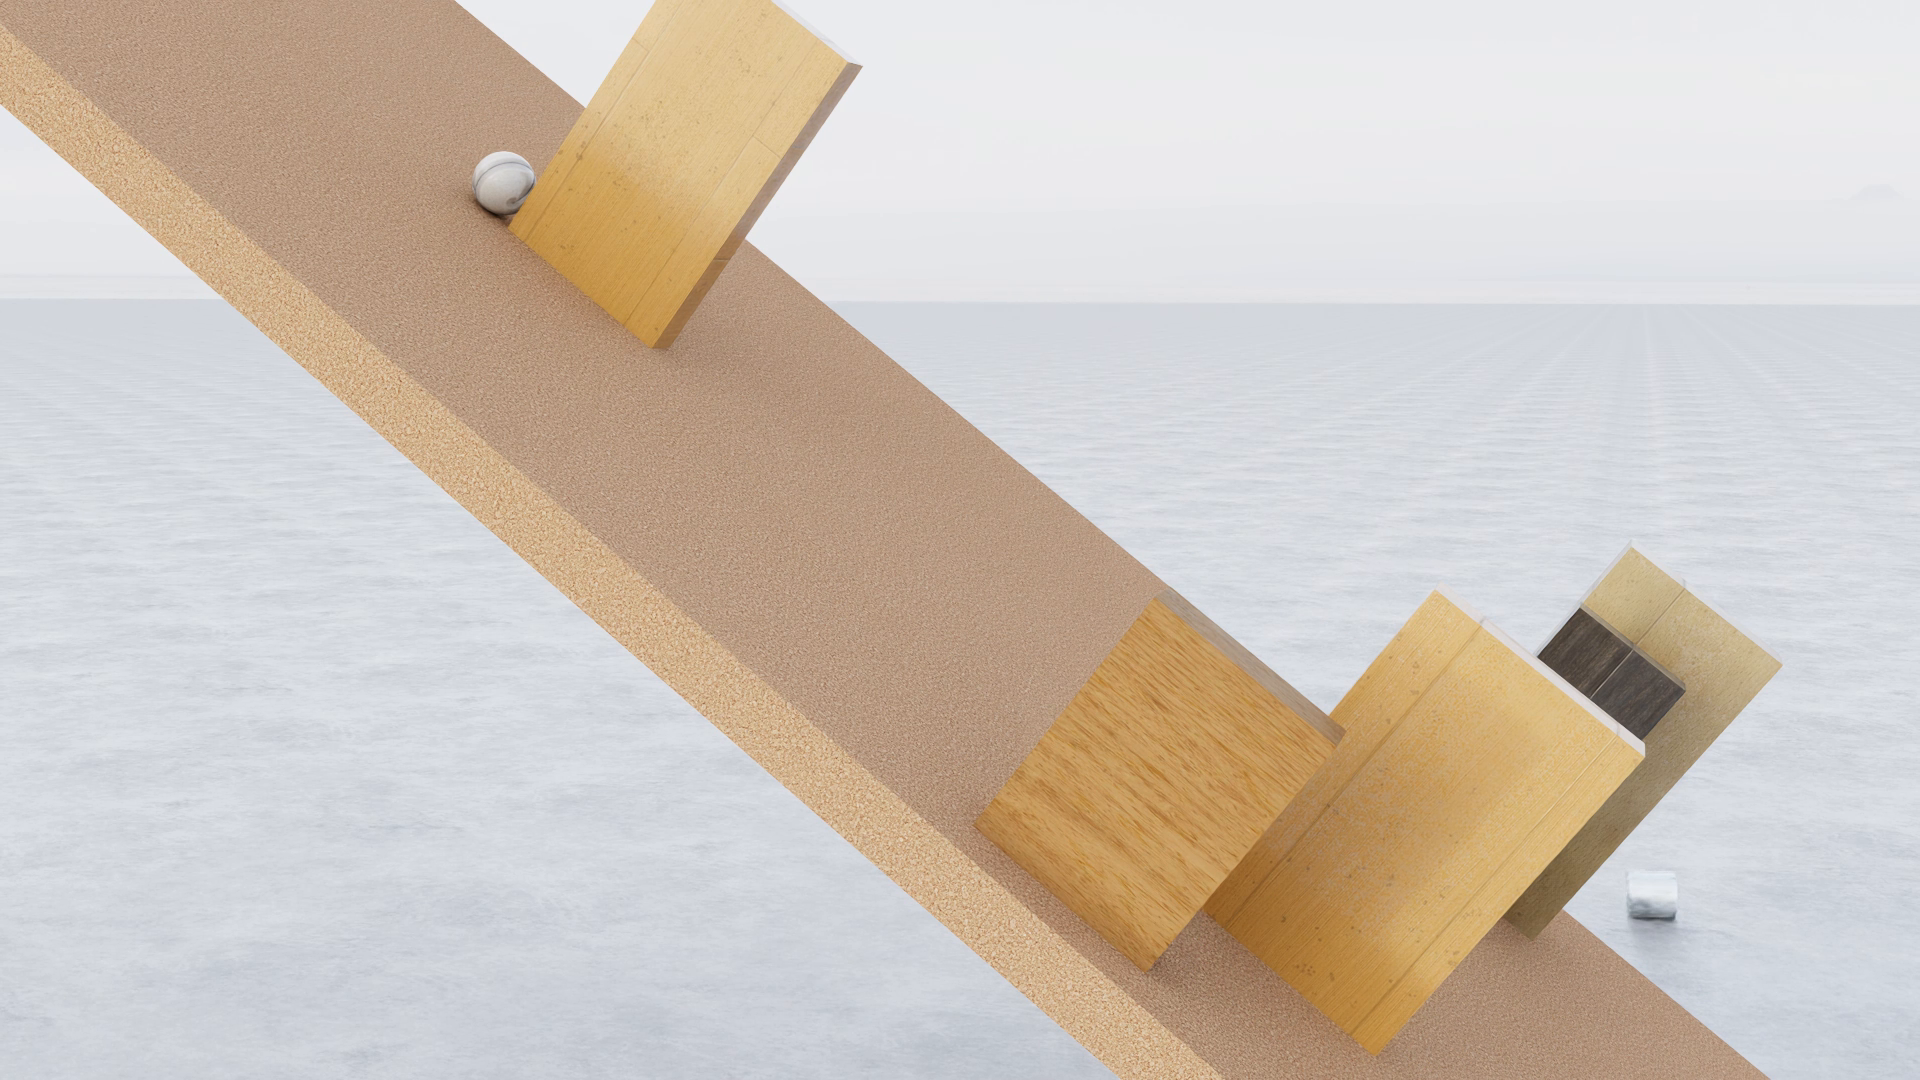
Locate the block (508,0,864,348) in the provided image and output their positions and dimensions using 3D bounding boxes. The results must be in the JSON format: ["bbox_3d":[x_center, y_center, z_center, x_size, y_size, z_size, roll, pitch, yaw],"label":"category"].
[{"bbox_3d":[-0.506,-0.712,4.001,0.362,0.635,0.081,40,16,9],"label":"block"}]

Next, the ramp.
[{"bbox_3d":[-0.041,0.098,4.059,4.000,0.100,2.000,40,16,9],"label":"ramp"}]

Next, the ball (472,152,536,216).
[{"bbox_3d":[-0.846,-0.662,4.084,0.118,0.118,0.118,0,7,0],"label":"ball"}]

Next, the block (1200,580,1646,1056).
[{"bbox_3d":[0.684,0.427,3.358,0.385,0.620,0.096,40,16,9],"label":"block"}]

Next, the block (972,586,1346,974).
[{"bbox_3d":[0.279,0.337,3.099,0.318,0.428,0.108,40,16,9],"label":"block"}]

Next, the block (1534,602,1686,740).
[{"bbox_3d":[1.077,0.433,4.188,0.243,0.615,0.081,40,16,9],"label":"block"}]

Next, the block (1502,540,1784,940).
[{"bbox_3d":[1.249,0.402,4.416,0.361,0.739,0.140,40,16,9],"label":"block"}]
